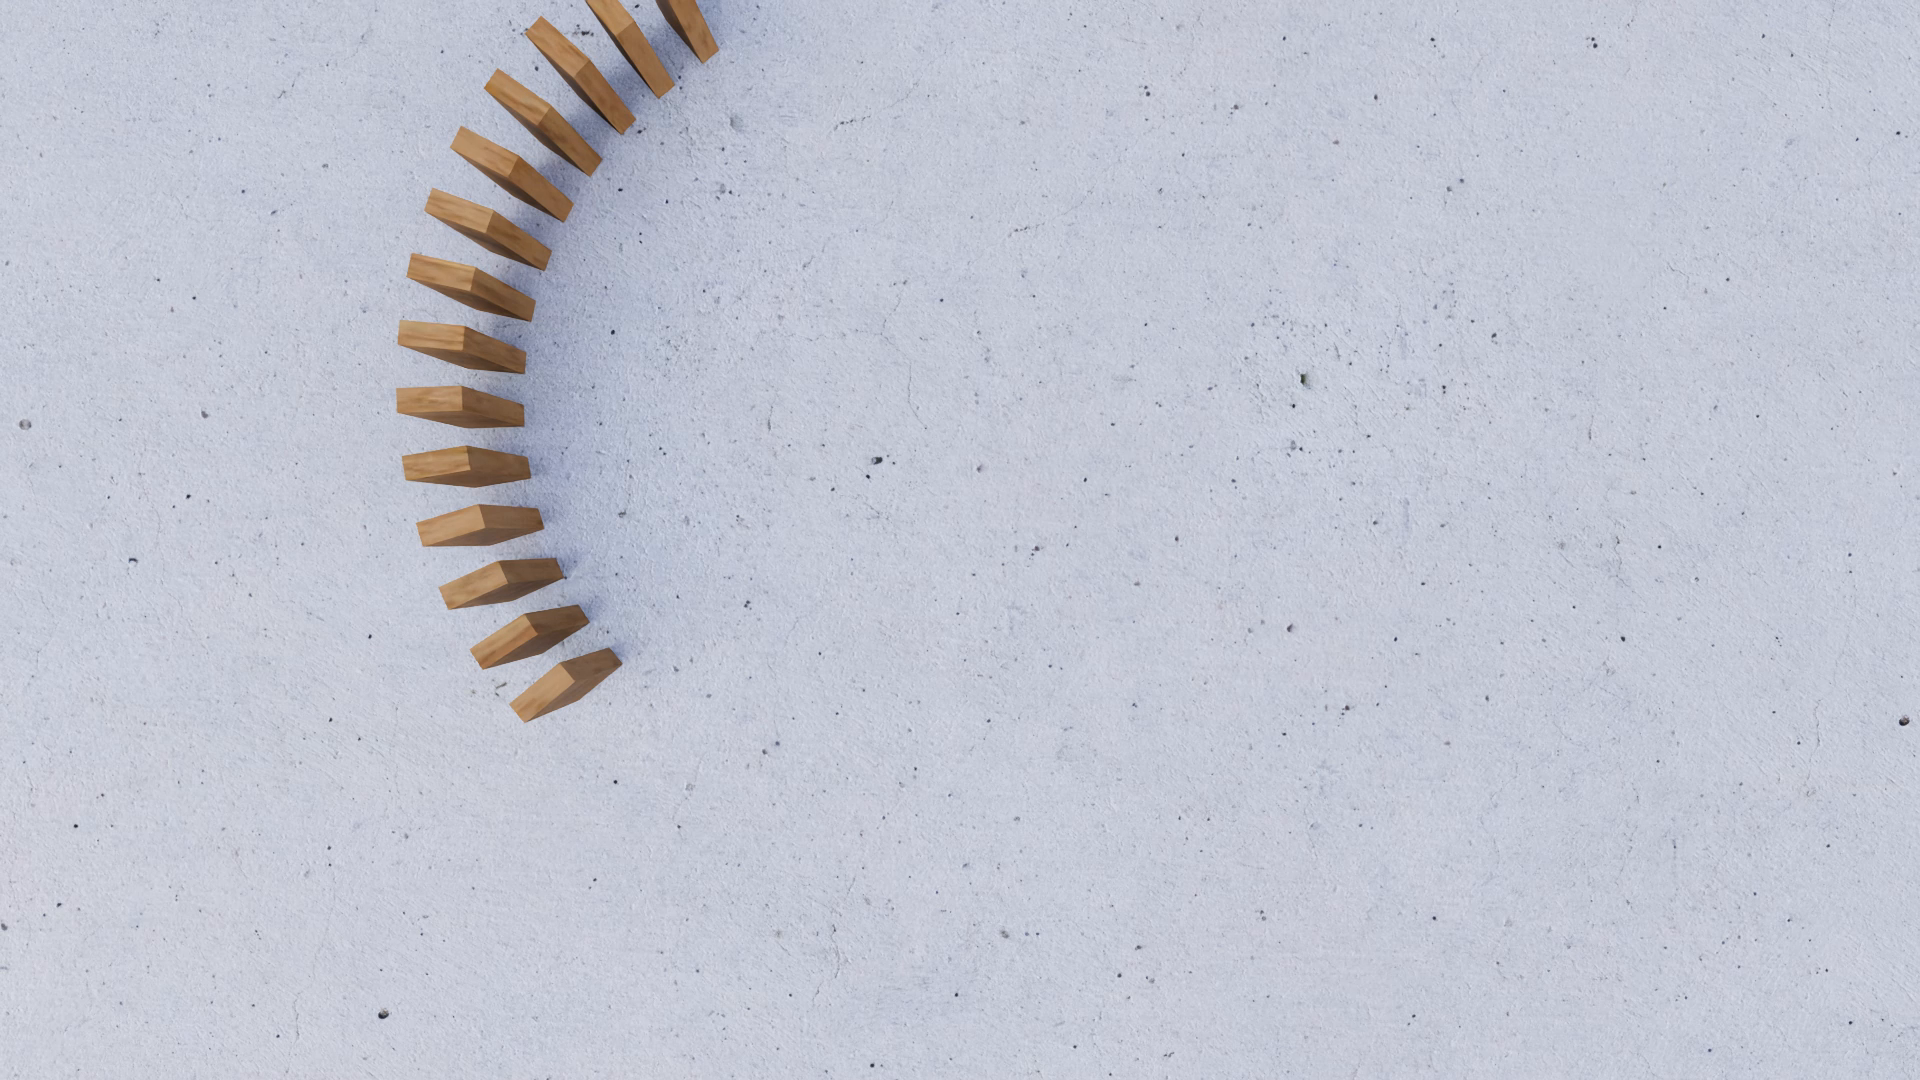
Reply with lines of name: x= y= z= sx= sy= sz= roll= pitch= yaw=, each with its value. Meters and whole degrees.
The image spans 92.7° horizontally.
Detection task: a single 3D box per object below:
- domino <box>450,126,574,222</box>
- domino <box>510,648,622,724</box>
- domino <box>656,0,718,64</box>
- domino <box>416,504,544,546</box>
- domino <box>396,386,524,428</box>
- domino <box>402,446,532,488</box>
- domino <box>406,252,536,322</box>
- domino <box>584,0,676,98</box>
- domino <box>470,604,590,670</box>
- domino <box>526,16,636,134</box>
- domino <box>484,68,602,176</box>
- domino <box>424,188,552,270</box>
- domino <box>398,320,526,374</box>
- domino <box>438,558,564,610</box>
domino: x=-0.182 y=-0.148 z=0.375 sx=0.025 sy=0.050 sz=0.009 roll=27 pitch=90 yaw=0
domino: x=-0.160 y=0.058 z=0.375 sx=0.025 sy=0.050 sz=0.010 roll=-39 pitch=90 yaw=0
domino: x=-0.117 y=-0.220 z=0.375 sx=0.009 sy=0.050 sz=0.025 roll=-40 pitch=90 yaw=0
domino: x=-0.195 y=-0.006 z=0.375 sx=0.025 sy=0.050 sz=0.010 roll=-17 pitch=90 yaw=0
domino: x=-0.203 y=-0.054 z=0.375 sx=0.025 sy=0.050 sz=0.009 roll=-2 pitch=90 yaw=0
domino: x=-0.200 y=-0.029 z=0.375 sx=0.025 sy=0.050 sz=0.009 roll=-10 pitch=90 yaw=0
domino: x=-0.198 y=-0.102 z=0.375 sx=0.025 sy=0.050 sz=0.009 roll=13 pitch=90 yaw=0
domino: x=-0.136 y=-0.205 z=0.375 sx=0.010 sy=0.050 sz=0.025 roll=-39 pitch=90 yaw=0
domino: x=-0.175 y=0.039 z=0.375 sx=0.025 sy=0.050 sz=0.009 roll=-33 pitch=90 yaw=0
domino: x=-0.154 y=-0.189 z=0.375 sx=0.025 sy=0.050 sz=0.009 roll=42 pitch=90 yaw=0
domino: x=-0.169 y=-0.169 z=0.375 sx=0.025 sy=0.050 sz=0.010 roll=35 pitch=90 yaw=0
domino: x=-0.191 y=-0.126 z=0.375 sx=0.025 sy=0.050 sz=0.010 roll=20 pitch=90 yaw=0
domino: x=-0.202 y=-0.078 z=0.375 sx=0.025 sy=0.050 sz=0.009 roll=5 pitch=90 yaw=0
domino: x=-0.186 y=0.017 z=0.375 sx=0.025 sy=0.050 sz=0.010 roll=-24 pitch=90 yaw=0
